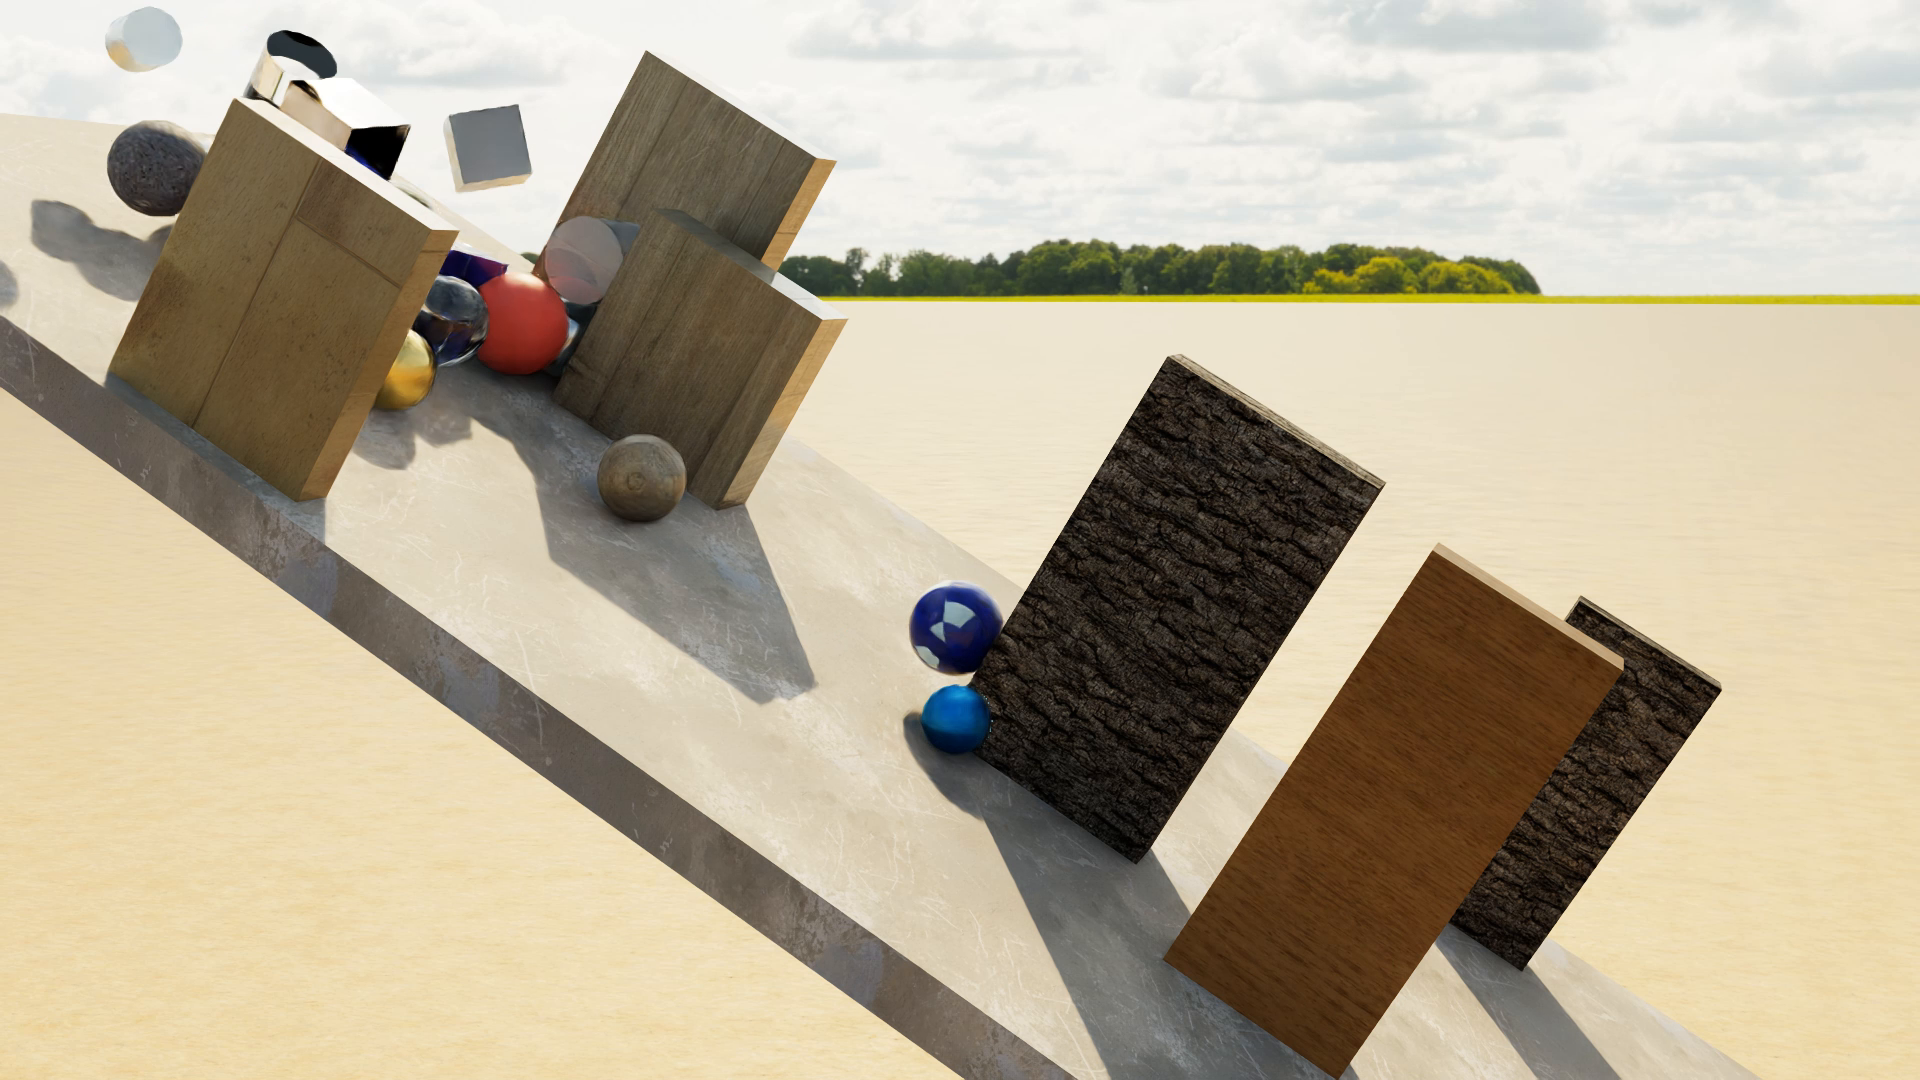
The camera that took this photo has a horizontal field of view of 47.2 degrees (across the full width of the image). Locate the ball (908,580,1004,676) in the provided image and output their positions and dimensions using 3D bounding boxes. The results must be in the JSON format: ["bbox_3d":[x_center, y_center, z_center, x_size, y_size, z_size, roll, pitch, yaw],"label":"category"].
[{"bbox_3d":[-0.007,0.161,4.018,0.177,0.177,0.177,0,7,0],"label":"ball"}]

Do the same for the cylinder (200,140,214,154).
[{"bbox_3d":[-1.395,-0.672,4.229,0.162,0.162,0.162,19,14,22],"label":"cylinder"}]

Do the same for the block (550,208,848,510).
[{"bbox_3d":[-0.527,-0.366,4.439,0.422,0.445,0.149,34,15,11],"label":"block"}]

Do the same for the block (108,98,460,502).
[{"bbox_3d":[-1.040,-0.366,3.369,0.385,0.480,0.082,34,15,11],"label":"block"}]

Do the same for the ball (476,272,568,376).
[{"bbox_3d":[-0.892,-0.434,4.421,0.205,0.205,0.205,0,7,0],"label":"ball"}]

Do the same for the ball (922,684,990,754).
[{"bbox_3d":[-0.007,0.314,3.852,0.120,0.120,0.120,0,7,0],"label":"ball"}]

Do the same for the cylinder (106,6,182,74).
[{"bbox_3d":[-1.561,-0.955,4.204,0.111,0.111,0.111,-5,6,-37],"label":"cylinder"}]

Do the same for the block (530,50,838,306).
[{"bbox_3d":[-0.621,-0.629,4.677,0.441,0.670,0.123,34,15,11],"label":"block"}]

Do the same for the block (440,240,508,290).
[{"bbox_3d":[-1.047,-0.527,4.481,0.151,0.151,0.151,28,11,39],"label":"block"}]

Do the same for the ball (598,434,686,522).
[{"bbox_3d":[-0.586,-0.114,4.052,0.164,0.164,0.164,0,7,0],"label":"ball"}]

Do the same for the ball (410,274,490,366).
[{"bbox_3d":[-0.997,-0.423,4.244,0.176,0.176,0.176,0,7,0],"label":"ball"}]

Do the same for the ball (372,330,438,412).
[{"bbox_3d":[-1.002,-0.303,3.888,0.151,0.151,0.151,0,7,0],"label":"ball"}]

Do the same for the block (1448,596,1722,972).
[{"bbox_3d":[1.200,0.495,4.462,0.320,0.703,0.085,34,15,11],"label":"block"}]

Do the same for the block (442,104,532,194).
[{"bbox_3d":[-0.974,-0.804,4.527,0.142,0.142,0.142,-13,5,-18],"label":"block"}]

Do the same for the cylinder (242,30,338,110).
[{"bbox_3d":[-1.335,-0.911,4.380,0.143,0.143,0.143,-7,-33,-45],"label":"cylinder"}]

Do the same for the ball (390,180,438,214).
[{"bbox_3d":[-1.179,-0.643,4.559,0.203,0.203,0.203,0,7,0],"label":"ball"}]

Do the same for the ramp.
[{"bbox_3d":[-0.166,0.273,4.118,4.000,0.100,2.000,34,15,11],"label":"ramp"}]

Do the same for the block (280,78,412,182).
[{"bbox_3d":[-1.225,-0.785,4.326,0.172,0.172,0.172,37,26,15],"label":"block"}]

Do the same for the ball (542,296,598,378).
[{"bbox_3d":[-0.817,-0.424,4.598,0.175,0.175,0.175,0,7,0],"label":"ball"}]

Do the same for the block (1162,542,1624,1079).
[{"bbox_3d":[0.675,0.430,3.469,0.332,0.795,0.108,34,15,11],"label":"block"}]

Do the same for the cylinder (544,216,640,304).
[{"bbox_3d":[-0.738,-0.576,4.558,0.177,0.177,0.177,2,5,18],"label":"cylinder"}]

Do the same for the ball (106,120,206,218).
[{"bbox_3d":[-1.468,-0.681,4.028,0.177,0.177,0.177,0,7,0],"label":"ball"}]

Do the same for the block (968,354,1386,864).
[{"bbox_3d":[0.350,0.122,3.865,0.422,0.788,0.123,34,15,11],"label":"block"}]
